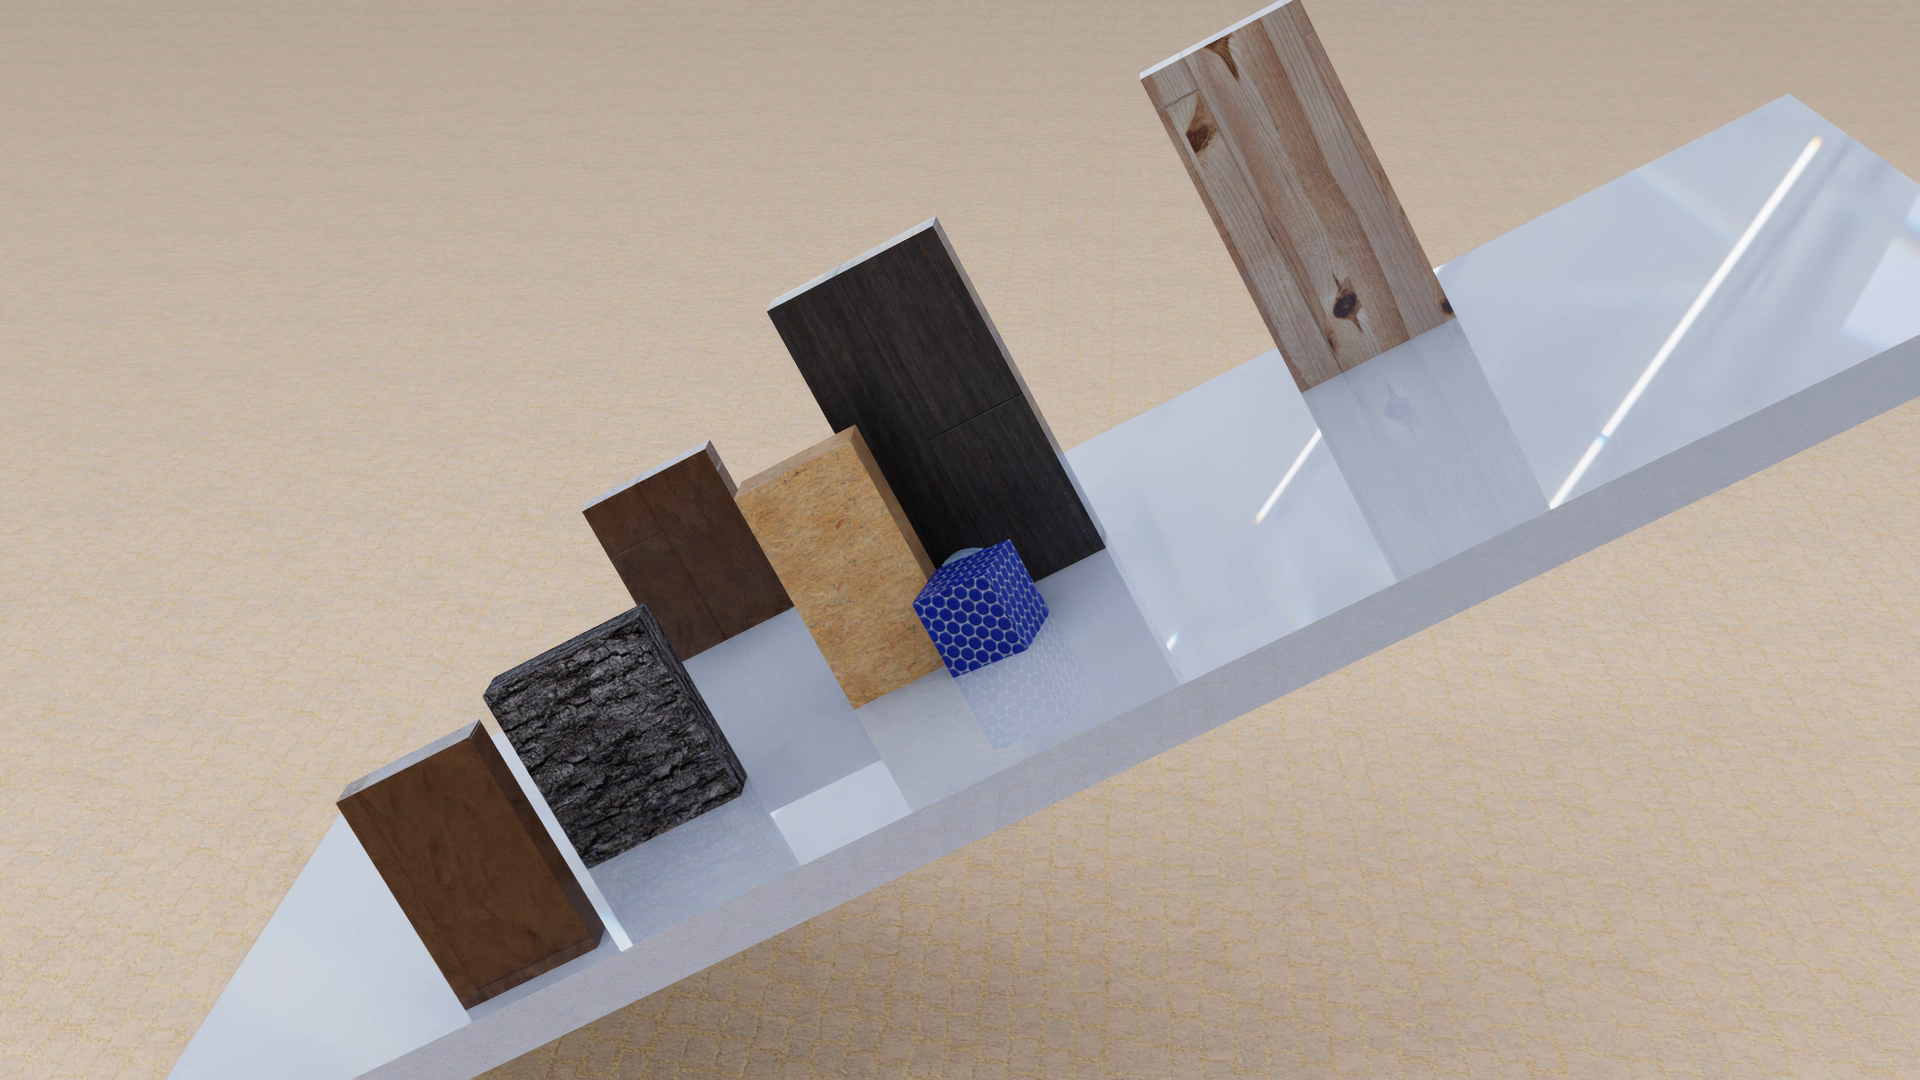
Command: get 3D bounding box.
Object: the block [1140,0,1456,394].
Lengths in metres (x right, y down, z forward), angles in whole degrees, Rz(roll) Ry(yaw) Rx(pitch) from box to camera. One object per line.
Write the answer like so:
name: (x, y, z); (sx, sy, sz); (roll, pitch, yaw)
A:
block: (0.751, -0.765, 6.529); (0.383, 0.795, 0.097); (-26, 14, 11)

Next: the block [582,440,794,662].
block: (-0.656, 0.033, 7.176); (0.344, 0.447, 0.088); (-26, 14, 11)

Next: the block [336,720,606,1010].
block: (-0.922, 0.616, 5.562); (0.293, 0.477, 0.094); (-26, 14, 11)

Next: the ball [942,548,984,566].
ball: (0.029, 0.093, 6.230); (0.155, 0.155, 0.155); (0, 17, 0)

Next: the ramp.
ramp: (0.141, 0.167, 6.281); (4.000, 0.100, 2.000); (-26, 14, 11)

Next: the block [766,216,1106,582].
block: (-0.044, -0.247, 6.266); (0.396, 0.785, 0.107); (-26, 14, 11)

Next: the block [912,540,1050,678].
block: (0.044, 0.139, 5.990); (0.178, 0.178, 0.178); (-22, 15, 25)

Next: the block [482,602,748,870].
block: (-0.701, 0.401, 6.005); (0.363, 0.424, 0.114); (-26, 14, 11)

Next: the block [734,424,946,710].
block: (-0.218, 0.057, 6.095); (0.270, 0.513, 0.131); (-26, 14, 11)
